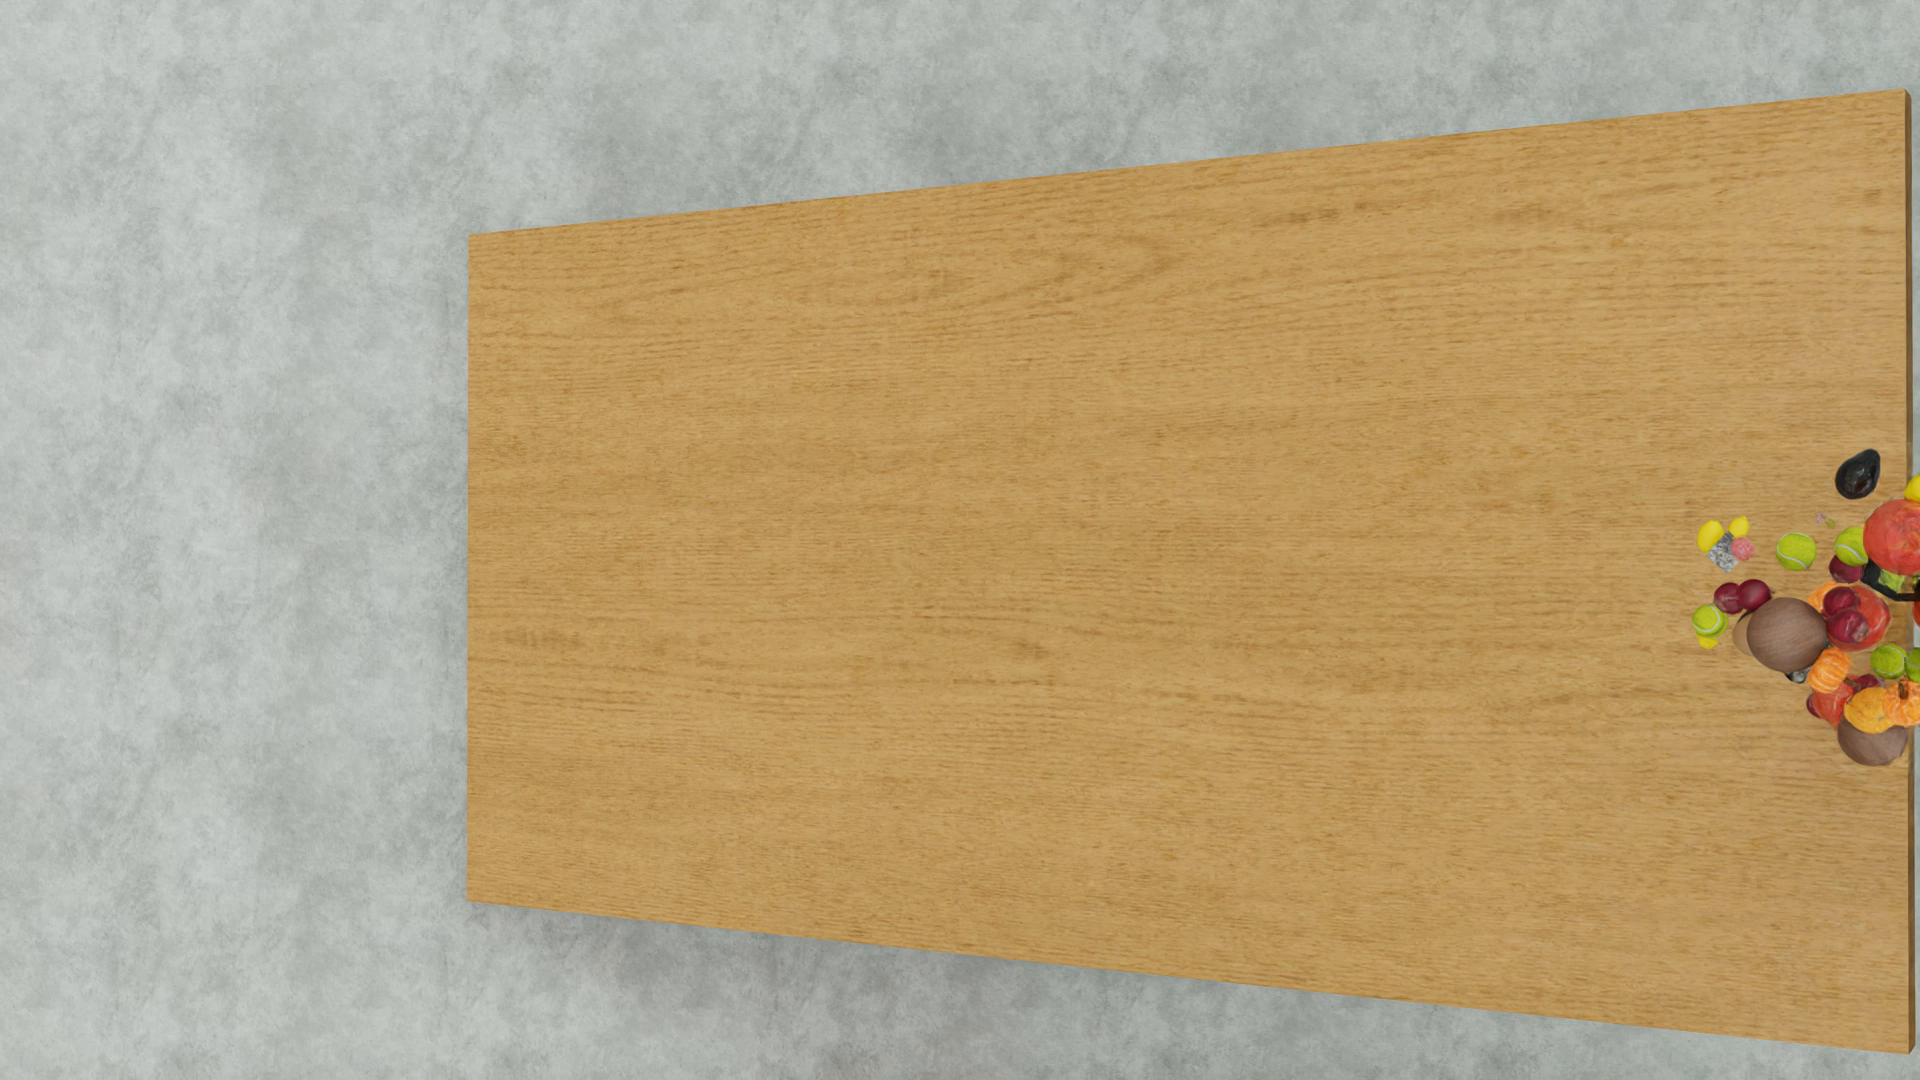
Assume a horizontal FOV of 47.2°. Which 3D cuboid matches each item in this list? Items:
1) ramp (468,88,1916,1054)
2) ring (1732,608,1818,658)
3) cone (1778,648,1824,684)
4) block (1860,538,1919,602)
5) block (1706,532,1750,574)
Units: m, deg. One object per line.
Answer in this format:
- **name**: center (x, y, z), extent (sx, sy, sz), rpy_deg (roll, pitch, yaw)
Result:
- **ramp**: center (0.267, 0.073, 5.617), extent (4.000, 0.100, 2.000), rpy_deg (0, 89, 31)
- **ring**: center (1.439, 0.163, 3.883), extent (0.144, 0.144, 0.048), rpy_deg (-18, 108, 0)
- **cone**: center (1.482, 0.206, 3.842), extent (0.070, 0.070, 0.070), rpy_deg (13, 60, -24)
- **block**: center (1.604, 0.051, 3.740), extent (0.081, 0.081, 0.081), rpy_deg (2, 114, -28)
- **block**: center (1.524, 0.025, 4.364), extent (0.056, 0.056, 0.056), rpy_deg (44, 114, 15)
